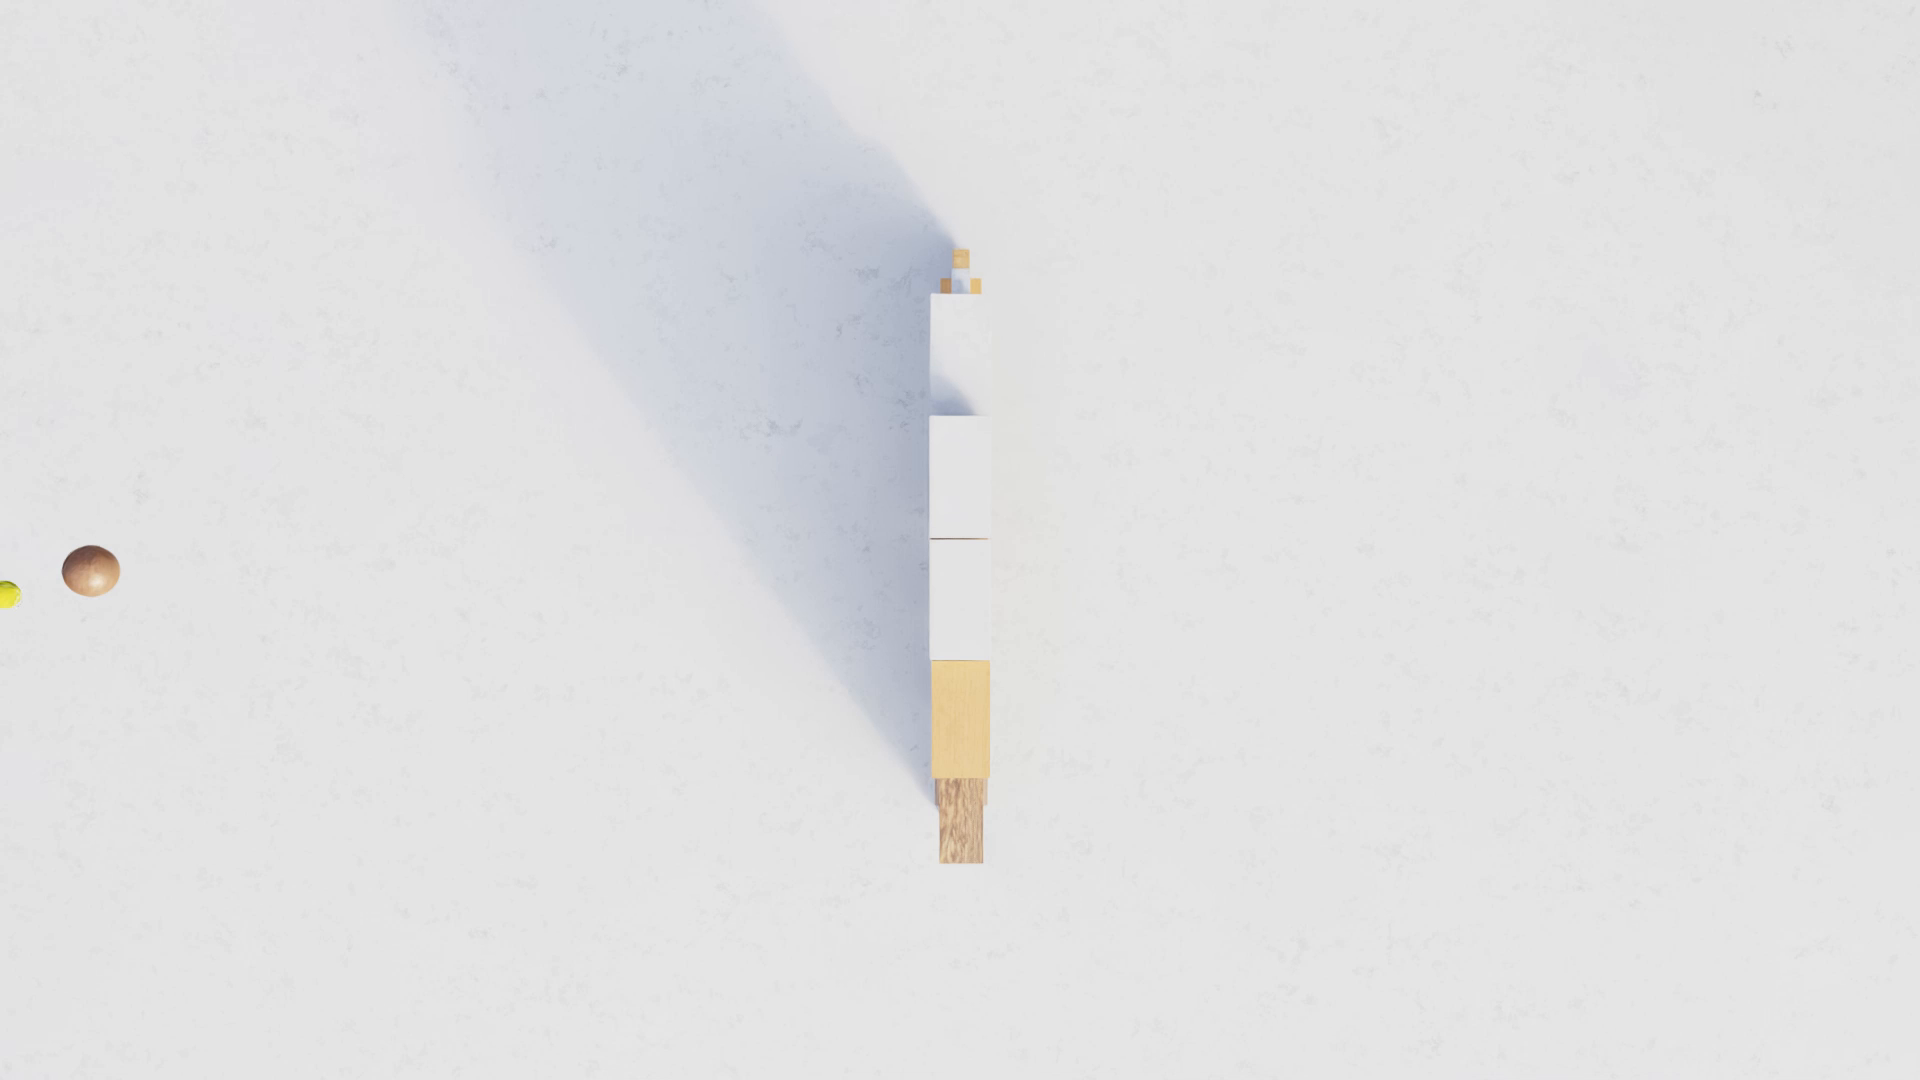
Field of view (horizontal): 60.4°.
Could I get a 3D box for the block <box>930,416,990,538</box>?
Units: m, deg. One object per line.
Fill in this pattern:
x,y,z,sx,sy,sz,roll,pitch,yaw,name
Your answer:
0.000,-0.179,4.717,0.174,0.049,0.347,0,90,0,block

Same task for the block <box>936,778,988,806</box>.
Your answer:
0.004,0.662,5.150,0.163,0.046,0.327,0,90,0,block

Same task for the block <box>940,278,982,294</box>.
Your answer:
0.003,-0.696,5.222,0.130,0.037,0.259,0,90,0,block

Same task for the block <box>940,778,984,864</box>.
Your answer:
0.004,0.819,4.850,0.129,0.037,0.258,0,90,0,block

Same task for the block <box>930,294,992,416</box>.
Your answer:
0.002,-0.538,4.822,0.178,0.050,0.356,1,90,0,block

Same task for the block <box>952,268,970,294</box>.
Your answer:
0.002,-0.777,5.080,0.058,0.016,0.116,0,90,0,block

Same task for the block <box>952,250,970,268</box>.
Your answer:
0.004,-0.894,5.384,0.054,0.015,0.108,0,90,0,block

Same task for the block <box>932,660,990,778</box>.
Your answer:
0.003,0.516,4.766,0.169,0.048,0.338,0,90,0,block

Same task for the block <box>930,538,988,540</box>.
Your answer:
-0.003,0.048,5.114,0.180,0.051,0.360,0,90,0,block

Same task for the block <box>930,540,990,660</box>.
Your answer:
-0.001,0.171,4.722,0.171,0.049,0.343,0,90,0,block
